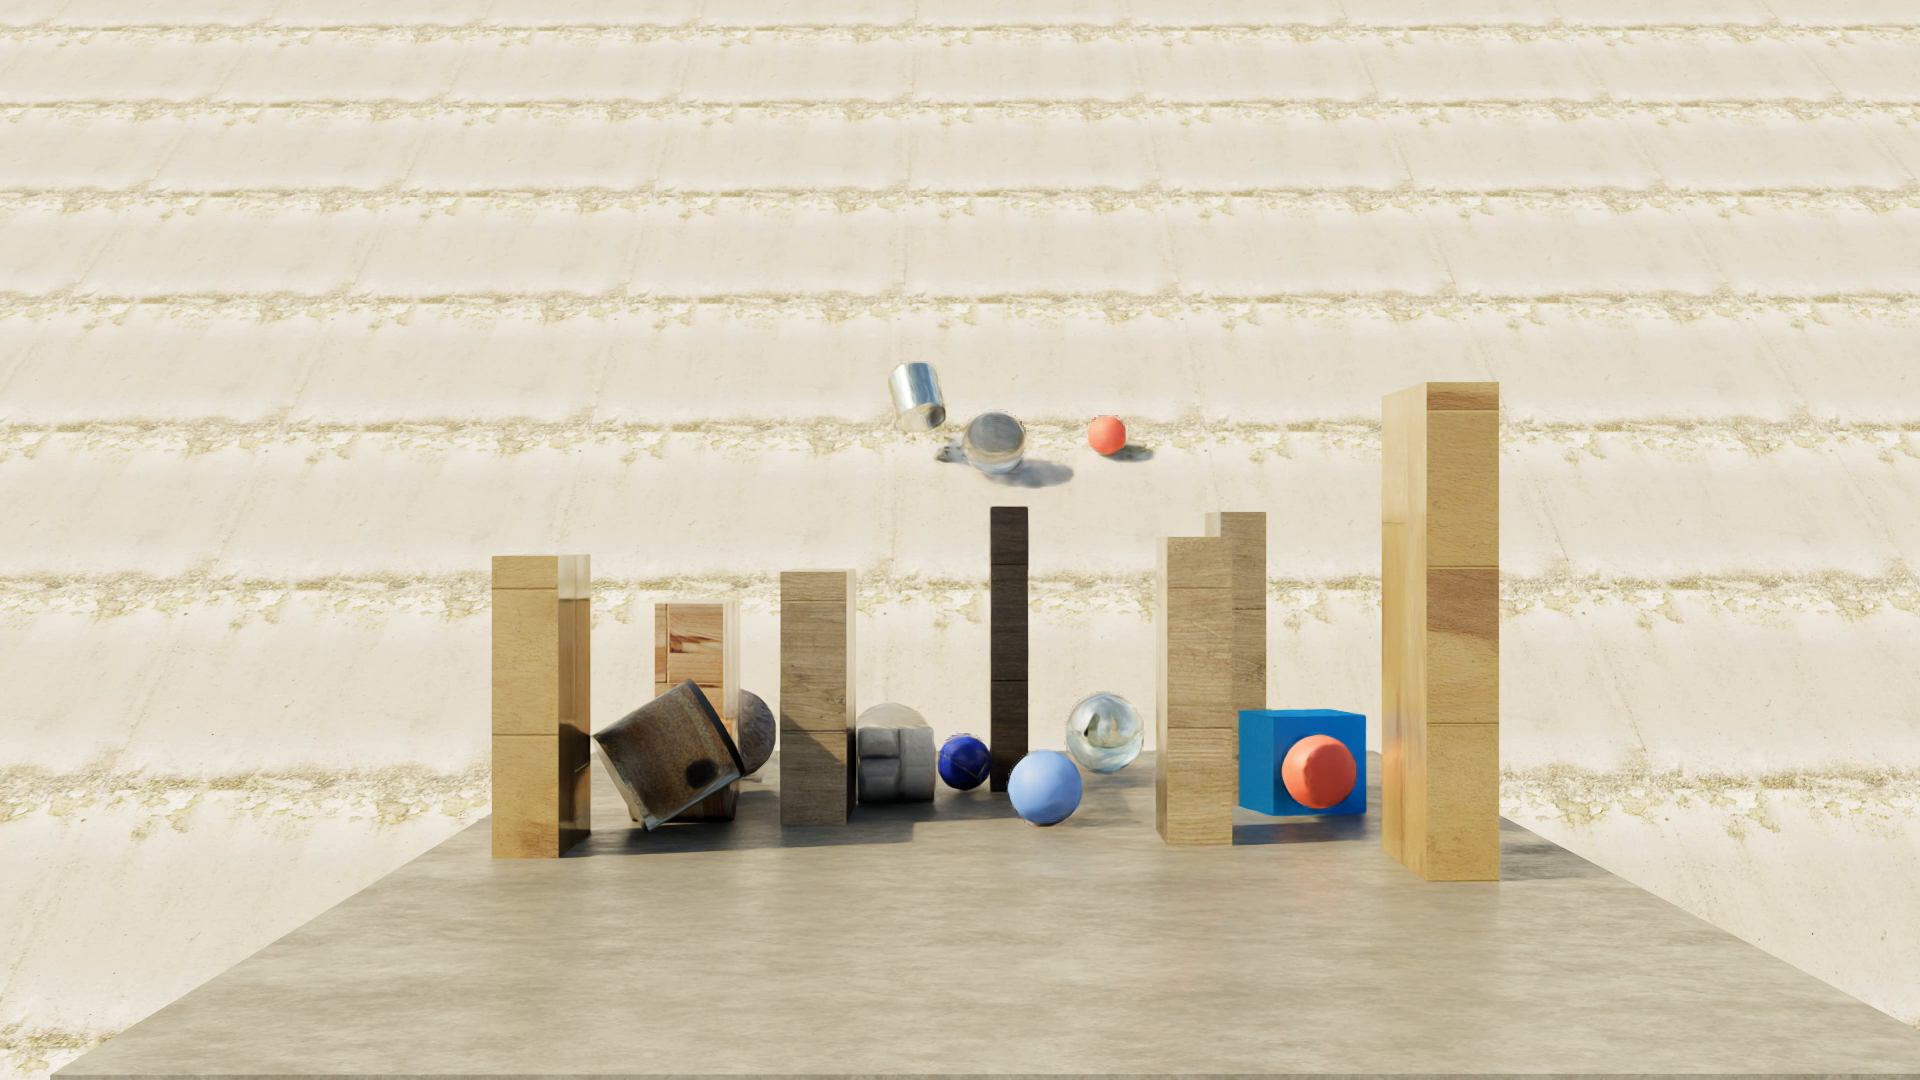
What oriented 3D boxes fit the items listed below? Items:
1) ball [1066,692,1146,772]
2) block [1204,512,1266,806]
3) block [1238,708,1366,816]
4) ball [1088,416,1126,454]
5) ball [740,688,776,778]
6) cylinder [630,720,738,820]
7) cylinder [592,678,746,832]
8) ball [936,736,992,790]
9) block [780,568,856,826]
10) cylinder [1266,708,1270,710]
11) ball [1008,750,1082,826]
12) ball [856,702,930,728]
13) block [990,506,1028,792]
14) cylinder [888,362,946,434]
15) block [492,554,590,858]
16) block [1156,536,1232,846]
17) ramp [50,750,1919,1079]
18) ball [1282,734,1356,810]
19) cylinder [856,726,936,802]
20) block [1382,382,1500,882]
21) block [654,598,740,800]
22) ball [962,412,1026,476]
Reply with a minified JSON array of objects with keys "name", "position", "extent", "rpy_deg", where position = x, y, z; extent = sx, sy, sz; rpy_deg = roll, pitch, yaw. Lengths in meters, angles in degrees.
[{"name":"ball","position":[0.339,0.449,6.029],"extent":[0.185,0.185,0.185],"rpy_deg":[0,30,0]},{"name":"block","position":[0.580,0.242,5.465],"extent":[0.094,0.601,0.346],"rpy_deg":[0,0,0]},{"name":"block","position":[0.687,0.445,5.207],"extent":[0.195,0.195,0.195],"rpy_deg":[0,0,-14]},{"name":"ball","position":[0.468,-0.333,8.231],"extent":[0.124,0.124,0.124],"rpy_deg":[0,30,0]},{"name":"ball","position":[-0.520,0.439,5.876],"extent":[0.207,0.207,0.207],"rpy_deg":[0,30,0]},{"name":"cylinder","position":[-0.538,0.445,5.033],"extent":[0.197,0.197,0.197],"rpy_deg":[3,29,-7]},{"name":"cylinder","position":[-0.544,0.402,4.827],"extent":[0.210,0.210,0.210],"rpy_deg":[-30,38,-14]},{"name":"ball","position":[0.009,0.478,5.549],"extent":[0.118,0.118,0.118],"rpy_deg":[0,30,0]},{"name":"block","position":[-0.279,0.302,5.152],"extent":[0.127,0.484,0.439],"rpy_deg":[0,0,0]},{"name":"cylinder","position":[0.719,0.479,6.387],"extent":[0.125,0.125,0.125],"rpy_deg":[22,12,33]},{"name":"ball","position":[0.163,0.473,4.935],"extent":[0.141,0.141,0.141],"rpy_deg":[0,30,0]},{"name":"ball","position":[-0.150,0.447,5.600],"extent":[0.191,0.191,0.191],"rpy_deg":[0,30,0]},{"name":"block","position":[0.107,0.235,5.689],"extent":[0.081,0.615,0.243],"rpy_deg":[0,0,0]},{"name":"cylinder","position":[-0.136,-0.451,8.204],"extent":[0.160,0.160,0.160],"rpy_deg":[-6,59,-11]},{"name":"block","position":[-0.745,0.286,4.622],"extent":[0.114,0.518,0.390],"rpy_deg":[0,0,0]},{"name":"block","position":[0.426,0.269,4.730],"extent":[0.116,0.550,0.265],"rpy_deg":[0,0,0]},{"name":"ramp","position":[0.067,0.594,4.649],"extent":[2.000,0.100,4.000],"rpy_deg":[0,0,0]},{"name":"ball","position":[0.700,0.452,5.035],"extent":[0.144,0.144,0.144],"rpy_deg":[0,30,0]},{"name":"cylinder","position":[-0.135,0.465,5.364],"extent":[0.156,0.156,0.156],"rpy_deg":[0,30,-5]},{"name":"block","position":[0.800,0.146,4.337],"extent":[0.116,0.796,0.435],"rpy_deg":[0,0,0]},{"name":"block","position":[-0.538,0.335,5.335],"extent":[0.136,0.418,0.407],"rpy_deg":[0,0,0]},{"name":"ball","position":[0.107,-0.304,8.102],"extent":[0.200,0.200,0.200],"rpy_deg":[0,30,0]}]
